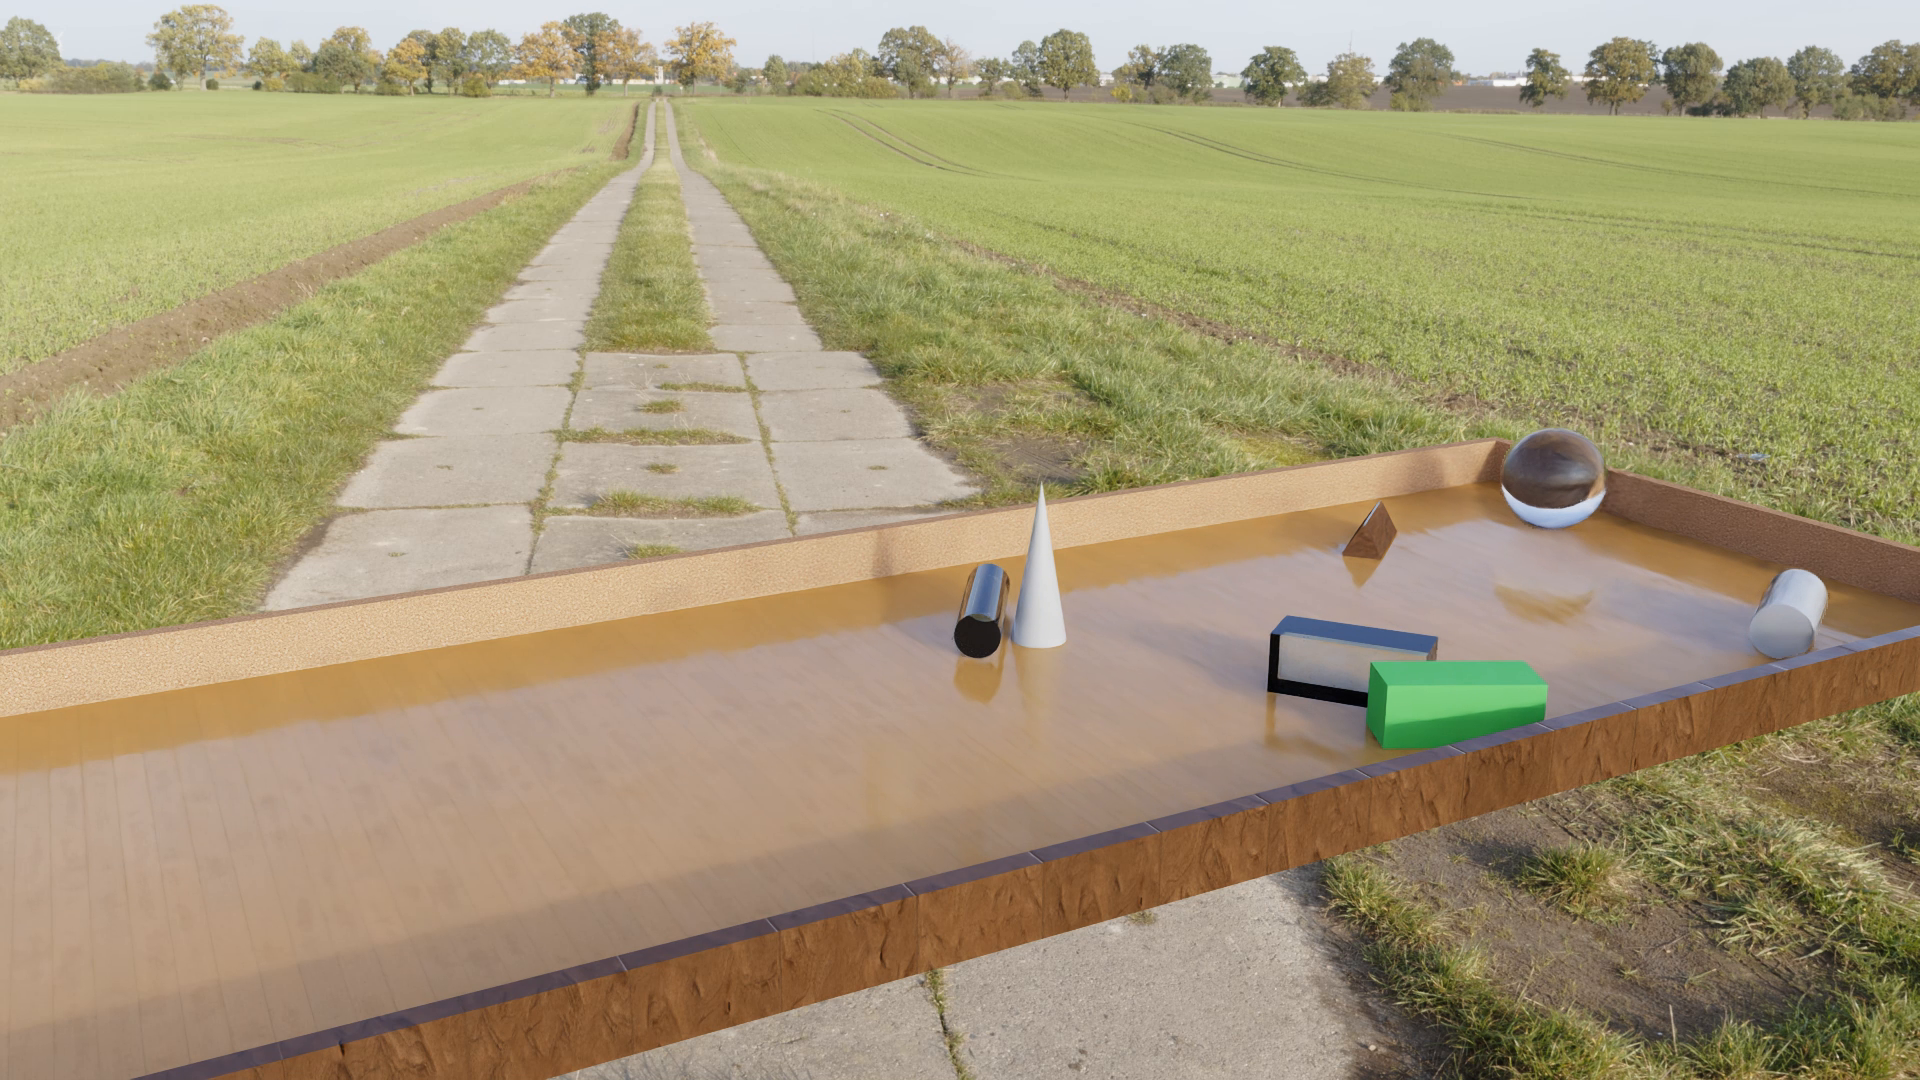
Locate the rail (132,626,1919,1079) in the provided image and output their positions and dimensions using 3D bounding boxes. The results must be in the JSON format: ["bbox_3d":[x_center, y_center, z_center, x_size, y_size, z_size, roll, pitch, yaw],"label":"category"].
[{"bbox_3d":[-2.336,1.006,1.665,12.000,0.150,0.050,-9,18,-27],"label":"rail"}]

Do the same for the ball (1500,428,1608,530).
[{"bbox_3d":[1.964,-0.203,5.454,0.334,0.334,0.334,0,16,0],"label":"ball"}]

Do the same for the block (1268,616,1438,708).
[{"bbox_3d":[0.962,0.305,4.046,0.375,0.152,0.152,8,18,25],"label":"block"}]

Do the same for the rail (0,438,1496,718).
[{"bbox_3d":[-3.305,0.497,3.399,12.000,0.150,0.050,-9,18,-27],"label":"rail"}]

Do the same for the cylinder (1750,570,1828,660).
[{"bbox_3d":[2.223,0.196,4.422,0.150,0.150,0.355,10,19,30],"label":"cylinder"}]

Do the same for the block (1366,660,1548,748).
[{"bbox_3d":[1.139,0.378,3.797,0.361,0.153,0.153,0,16,-1],"label":"block"}]

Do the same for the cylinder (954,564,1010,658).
[{"bbox_3d":[0.064,0.188,4.498,0.123,0.123,0.440,1,16,5],"label":"cylinder"}]

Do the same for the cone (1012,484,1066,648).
[{"bbox_3d":[0.213,0.055,4.386,0.150,0.440,0.150,0,16,0],"label":"cone"}]

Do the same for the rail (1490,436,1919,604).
[{"bbox_3d":[2.466,-0.048,5.253,0.050,0.150,2.100,-9,18,-27],"label":"rail"}]

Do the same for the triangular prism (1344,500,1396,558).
[{"bbox_3d":[1.321,-0.040,5.295,0.120,0.104,0.324,7,18,21],"label":"triangular prism"}]
